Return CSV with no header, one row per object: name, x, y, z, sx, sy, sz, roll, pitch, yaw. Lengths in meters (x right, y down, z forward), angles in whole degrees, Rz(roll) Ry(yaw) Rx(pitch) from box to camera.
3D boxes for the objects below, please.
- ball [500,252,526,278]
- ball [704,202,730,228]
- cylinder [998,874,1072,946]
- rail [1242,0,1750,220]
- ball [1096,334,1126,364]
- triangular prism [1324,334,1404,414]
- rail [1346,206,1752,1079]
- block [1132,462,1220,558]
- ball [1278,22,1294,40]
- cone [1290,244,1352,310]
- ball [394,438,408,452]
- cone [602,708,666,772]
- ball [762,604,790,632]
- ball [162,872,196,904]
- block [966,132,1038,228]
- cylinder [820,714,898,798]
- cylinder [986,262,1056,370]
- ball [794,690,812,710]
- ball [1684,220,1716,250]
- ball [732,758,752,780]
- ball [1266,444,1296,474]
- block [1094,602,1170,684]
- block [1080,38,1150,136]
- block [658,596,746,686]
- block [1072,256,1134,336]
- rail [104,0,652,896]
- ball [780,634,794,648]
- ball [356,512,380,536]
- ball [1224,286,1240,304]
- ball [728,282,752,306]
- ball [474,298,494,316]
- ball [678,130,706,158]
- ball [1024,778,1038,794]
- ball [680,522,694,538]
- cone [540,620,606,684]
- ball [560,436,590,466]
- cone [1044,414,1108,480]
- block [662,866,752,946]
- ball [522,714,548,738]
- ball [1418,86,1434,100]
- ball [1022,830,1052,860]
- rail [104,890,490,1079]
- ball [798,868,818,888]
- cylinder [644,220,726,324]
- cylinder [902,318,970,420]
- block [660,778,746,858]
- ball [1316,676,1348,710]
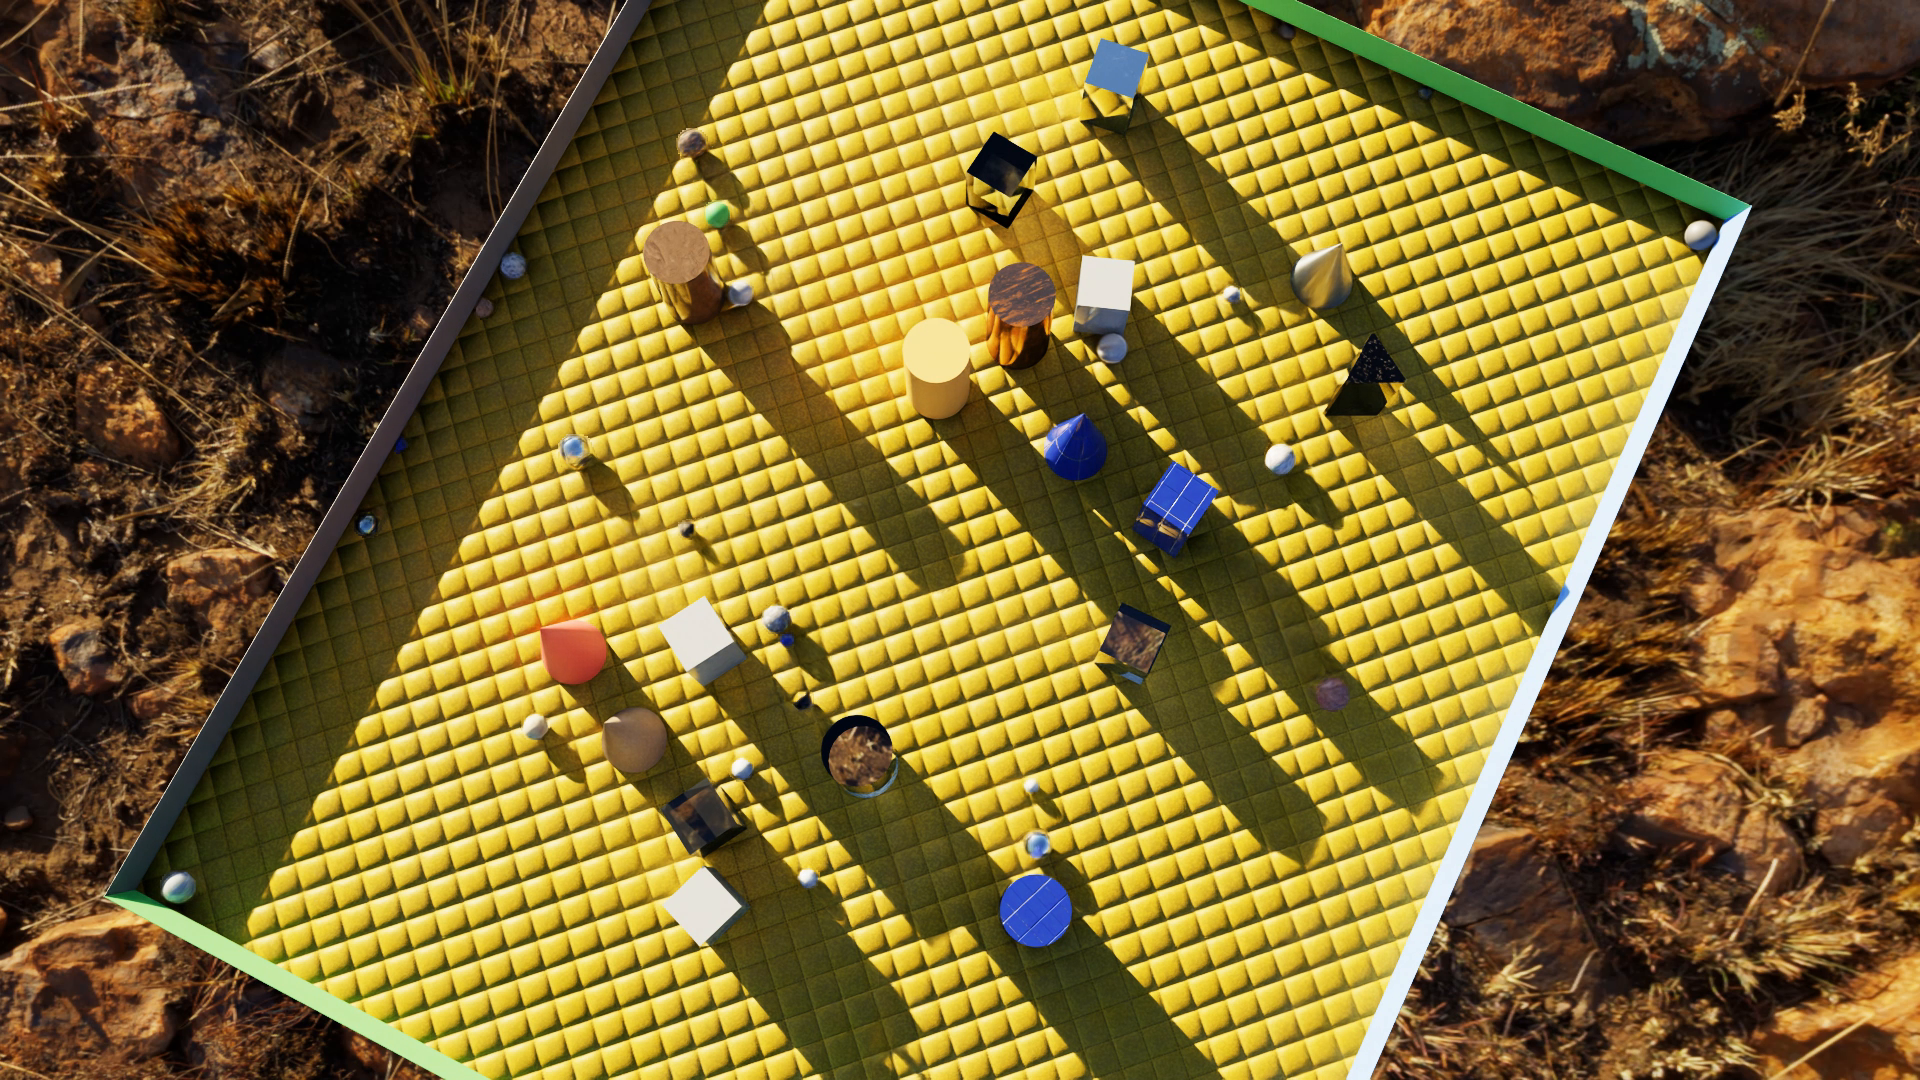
ball,-1.401,-0.862,5.754,0.080,0.080,0.080,0,78,0
ball,-0.766,-1.027,5.788,0.081,0.081,0.081,0,78,0
cylinder,0.210,1.057,5.224,0.197,0.340,0.197,0,78,0
rail,0.904,-1.764,5.915,3.466,0.128,0.045,26,80,5
ball,0.472,-0.595,5.692,0.094,0.094,0.094,0,78,0
triangular prism,1.214,-0.499,5.538,0.171,0.356,0.148,0,78,0
rail,1.529,0.755,5.394,0.045,0.128,4.092,26,80,5
block,0.638,-0.087,5.454,0.158,0.354,0.158,35,80,7
ball,1.056,-1.648,5.931,0.052,0.052,0.052,0,78,0
cone,1.142,-0.854,5.629,0.197,0.323,0.197,0,78,0
ball,-1.729,-0.296,5.656,0.043,0.043,0.043,0,78,0
cone,-0.977,0.550,5.260,0.197,0.476,0.197,0,78,0
ball,-0.553,0.237,5.524,0.085,0.085,0.085,0,78,0
ball,-2.285,1.016,5.359,0.094,0.094,0.094,0,78,0
block,0.128,-1.120,5.717,0.158,0.257,0.158,32,80,6
cylinder,-0.282,0.624,5.248,0.197,0.469,0.197,0,78,0
cylinder,0.180,-0.671,5.539,0.197,0.425,0.197,0,78,0
ball,-0.471,0.481,5.487,0.058,0.058,0.058,0,78,0
ball,2.331,-0.958,5.767,0.094,0.094,0.094,0,78,0
ball,-0.648,0.680,5.444,0.062,0.062,0.062,0,78,0
ball,0.983,-0.248,5.621,0.093,0.093,0.093,0,78,0
block,0.508,0.309,5.429,0.158,0.243,0.158,25,79,5
block,0.483,-1.424,5.772,0.158,0.273,0.158,19,79,4
block,-0.751,0.301,5.379,0.158,0.344,0.158,-33,80,-6
block,0.440,-0.749,5.644,0.158,0.250,0.158,6,78,1
rail,-1.529,-0.742,5.704,0.045,0.128,4.092,26,80,5
ball,-0.524,0.302,5.532,0.042,0.042,0.042,0,78,0
ball,-1.808,-0.049,5.591,0.069,0.069,0.069,0,78,0
ball,0.853,-0.770,5.749,0.052,0.052,0.052,0,78,0
ball,-0.688,-0.771,5.736,0.079,0.079,0.079,0,78,0
ball,-1.492,-0.728,5.738,0.058,0.058,0.058,0,78,0
ball,-0.853,-1.261,5.833,0.088,0.088,0.088,0,78,0
ball,0.212,0.731,5.443,0.043,0.043,0.043,0,78,0
ball,-0.835,-0.032,5.599,0.047,0.047,0.047,0,78,0
cone,-1.168,0.292,5.319,0.197,0.465,0.197,0,78,0
ball,-1.182,-0.275,5.626,0.094,0.094,0.094,0,78,0
cone,0.358,-0.322,5.467,0.197,0.423,0.197,0,78,0
block,-0.726,1.053,5.273,0.158,0.247,0.158,-44,82,-8
ball,-1.266,0.556,5.464,0.073,0.073,0.073,0,78,0
ball,1.499,-1.440,5.892,0.045,0.045,0.045,0,78,0
ball,0.227,0.896,5.386,0.088,0.088,0.088,0,78,0
rail,-0.904,1.778,5.182,3.466,0.128,0.045,26,80,5
ball,-0.447,0.994,5.382,0.056,0.056,0.056,0,78,0
cylinder,-0.837,-0.811,5.591,0.197,0.379,0.197,0,78,0
cylinder,-0.069,-0.512,5.521,0.197,0.394,0.197,0,78,0
block,-0.740,0.808,5.314,0.158,0.265,0.158,-33,80,-7
ball,1.110,0.457,5.473,0.097,0.097,0.097,0,78,0
